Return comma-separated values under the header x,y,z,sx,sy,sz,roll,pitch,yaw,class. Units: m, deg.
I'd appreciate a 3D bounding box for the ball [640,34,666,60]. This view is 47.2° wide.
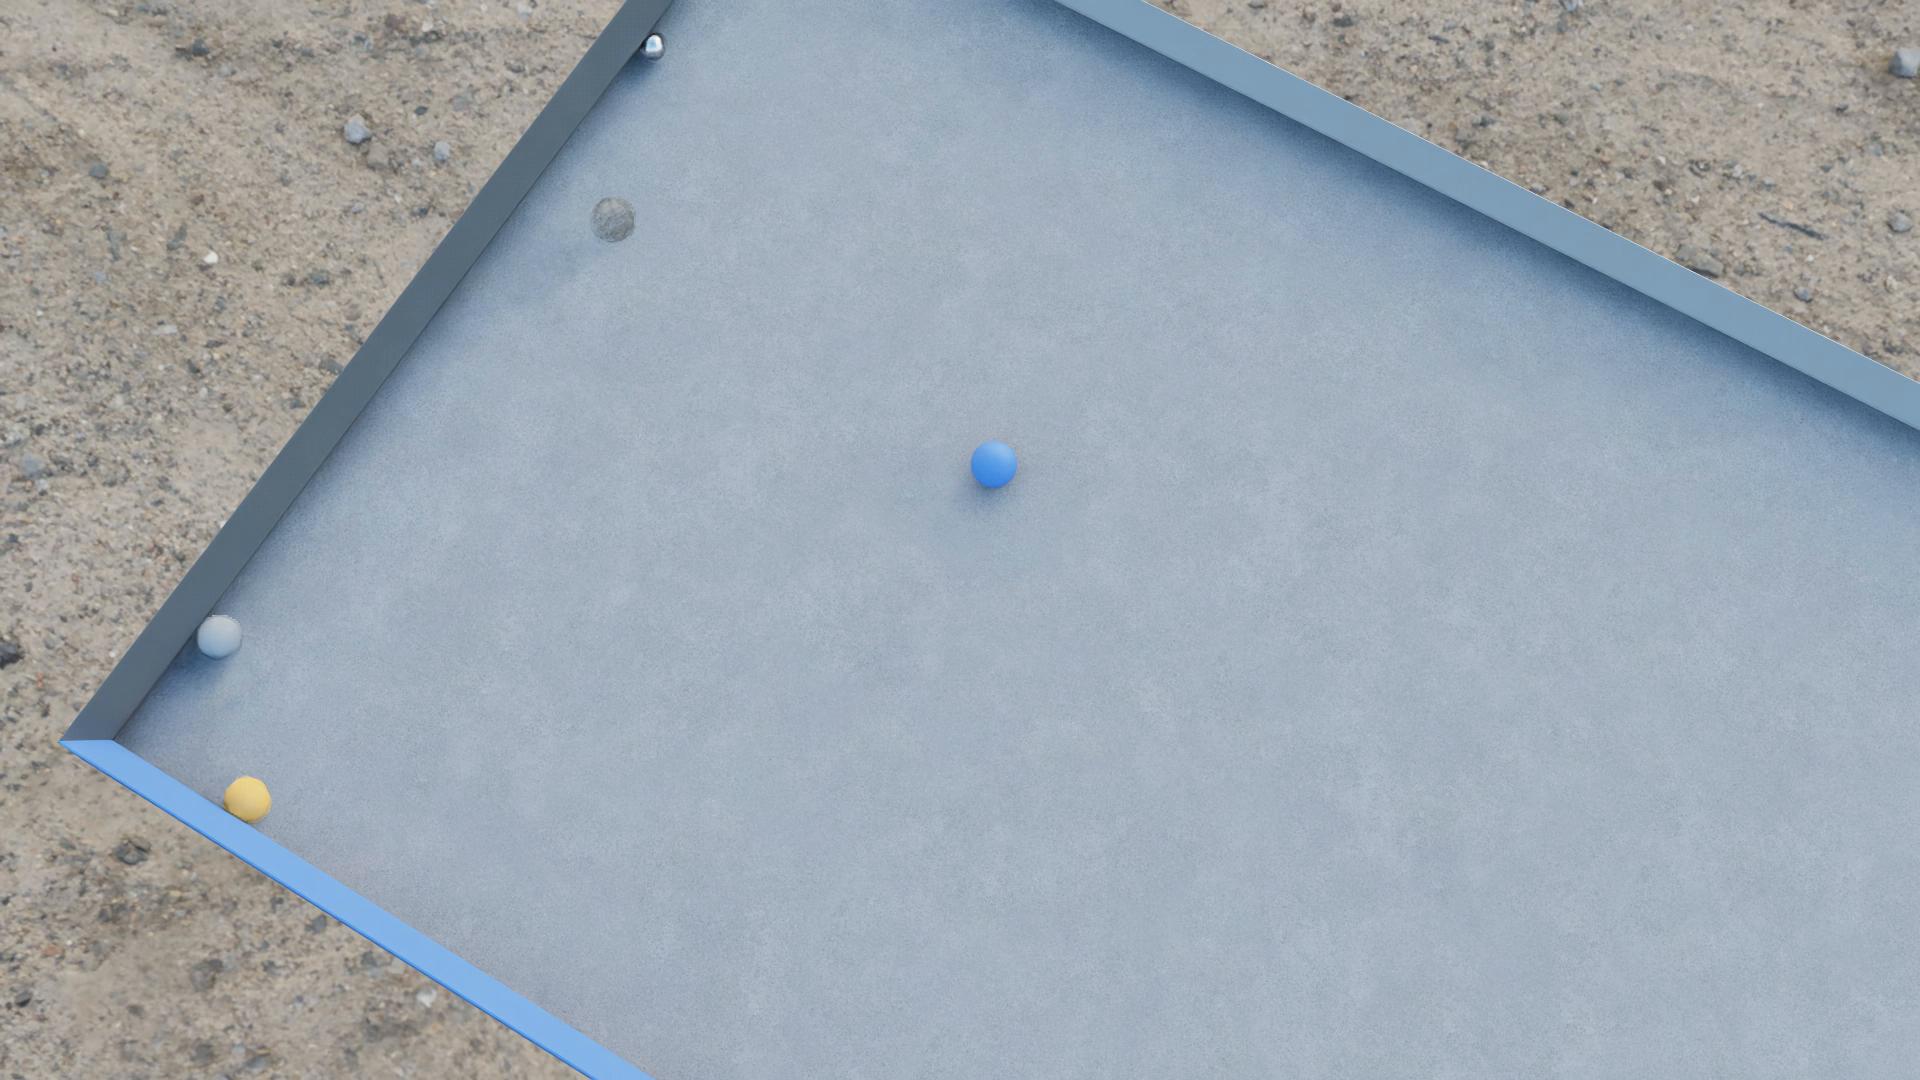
x,y,z,sx,sy,sz,roll,pitch,yaw,class
-0.532,-0.854,3.807,0.046,0.046,0.046,0,69,0,ball

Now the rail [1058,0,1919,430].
x,y,z,sx,sy,sz,roll,pitch,yaw,class
1.336,-0.312,3.570,3.926,0.097,0.045,29,72,11,rail

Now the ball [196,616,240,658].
x,y,z,sx,sy,sz,roll,pitch,yaw,class
-1.149,0.151,3.410,0.065,0.065,0.065,0,69,0,ball

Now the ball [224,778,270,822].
x,y,z,sx,sy,sz,roll,pitch,yaw,class
-1.076,0.391,3.316,0.067,0.067,0.067,0,69,0,ball

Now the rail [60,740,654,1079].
x,y,z,sx,sy,sz,roll,pitch,yaw,class
0.352,1.235,2.974,3.926,0.097,0.045,29,72,11,rail

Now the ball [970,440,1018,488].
x,y,z,sx,sy,sz,roll,pitch,yaw,class
0.054,-0.121,3.509,0.075,0.075,0.075,0,69,0,ball

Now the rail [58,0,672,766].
x,y,z,sx,sy,sz,roll,pitch,yaw,class
-0.824,-0.462,3.628,0.045,0.097,1.974,29,72,11,rail

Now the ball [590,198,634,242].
x,y,z,sx,sy,sz,roll,pitch,yaw,class
-0.580,-0.534,3.669,0.074,0.074,0.074,0,69,0,ball
